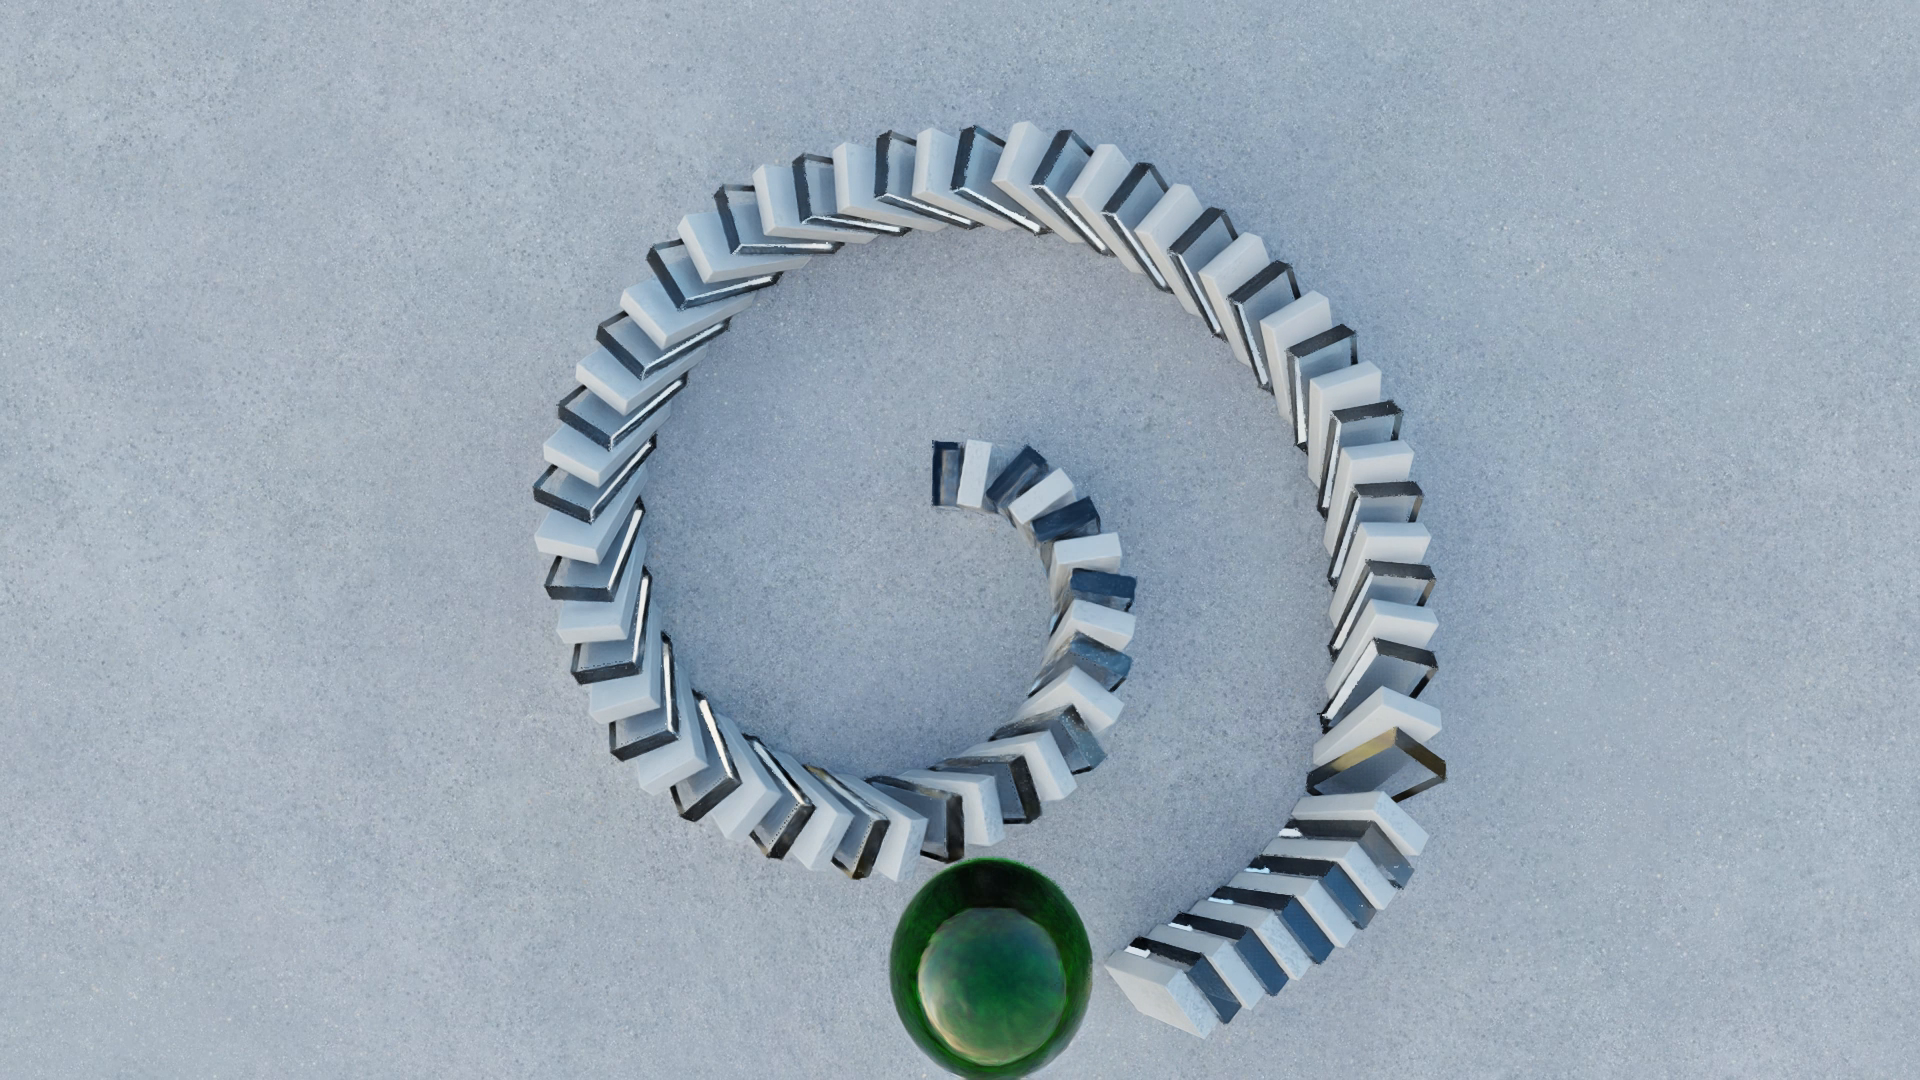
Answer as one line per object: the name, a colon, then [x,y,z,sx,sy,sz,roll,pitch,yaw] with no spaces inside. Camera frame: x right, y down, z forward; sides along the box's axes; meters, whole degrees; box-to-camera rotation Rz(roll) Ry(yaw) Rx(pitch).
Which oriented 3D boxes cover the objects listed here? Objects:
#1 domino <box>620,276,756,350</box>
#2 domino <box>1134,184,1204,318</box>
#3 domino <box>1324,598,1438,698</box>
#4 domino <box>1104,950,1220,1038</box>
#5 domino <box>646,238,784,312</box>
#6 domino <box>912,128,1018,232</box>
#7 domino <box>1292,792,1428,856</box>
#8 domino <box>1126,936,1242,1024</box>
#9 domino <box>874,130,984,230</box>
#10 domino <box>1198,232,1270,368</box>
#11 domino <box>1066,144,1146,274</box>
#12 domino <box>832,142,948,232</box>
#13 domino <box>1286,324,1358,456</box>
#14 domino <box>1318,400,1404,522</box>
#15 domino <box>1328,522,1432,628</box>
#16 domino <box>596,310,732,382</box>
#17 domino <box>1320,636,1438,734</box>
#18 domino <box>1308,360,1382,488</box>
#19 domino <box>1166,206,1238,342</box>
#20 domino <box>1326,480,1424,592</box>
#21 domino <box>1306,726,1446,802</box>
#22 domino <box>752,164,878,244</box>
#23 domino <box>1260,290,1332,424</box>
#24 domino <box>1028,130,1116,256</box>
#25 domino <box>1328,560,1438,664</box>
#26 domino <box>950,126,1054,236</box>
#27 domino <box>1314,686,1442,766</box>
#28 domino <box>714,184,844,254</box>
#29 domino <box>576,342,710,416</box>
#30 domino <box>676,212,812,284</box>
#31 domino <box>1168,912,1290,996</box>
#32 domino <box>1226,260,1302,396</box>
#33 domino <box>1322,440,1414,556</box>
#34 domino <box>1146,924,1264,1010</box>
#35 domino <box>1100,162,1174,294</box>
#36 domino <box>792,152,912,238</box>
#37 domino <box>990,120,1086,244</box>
domino: [-0.112,-0.100,0.380,0.025,0.010,0.050,48,50,0]
domino: [0.095,-0.119,0.381,0.025,0.010,0.050,-49,129,0]
domino: [0.174,0.048,0.381,0.025,0.009,0.050,9,129,0]
domino: [0.081,0.185,0.375,0.010,0.050,0.025,-37,90,-25]
domino: [-0.101,-0.114,0.380,0.050,0.010,0.025,-32,90,-41]
domino: [0.004,-0.149,0.381,0.050,0.009,0.025,6,90,-39]
domino: [0.162,0.116,0.375,0.025,0.050,0.010,44,65,-1]
domino: [0.090,0.179,0.375,0.010,0.050,0.025,-37,90,-25]
domino: [-0.012,-0.148,0.381,0.050,0.010,0.025,3,90,-39]
domino: [0.120,-0.099,0.381,0.025,0.009,0.050,-41,129,0]
domino: [0.068,-0.136,0.380,0.050,0.009,0.025,33,89,-40]
domino: [-0.028,-0.146,0.381,0.050,0.009,0.025,-4,90,-39]
domino: [0.151,-0.062,0.380,0.025,0.010,0.050,-24,130,0]
domino: [0.165,-0.032,0.380,0.025,0.009,0.050,-10,129,0]
domino: [0.173,0.015,0.381,0.025,0.009,0.050,0,129,0]
domino: [-0.122,-0.088,0.380,0.025,0.009,0.050,43,50,0]
domino: [0.173,0.064,0.381,0.025,0.009,0.050,14,129,0]
domino: [0.159,-0.047,0.380,0.025,0.010,0.050,-17,130,0]
domino: [0.108,-0.110,0.381,0.025,0.010,0.050,-45,129,0]
domino: [0.172,-0.001,0.381,0.025,0.010,0.050,-3,129,0]
domino: [0.171,0.098,0.378,0.025,0.050,0.010,35,46,-2]
domino: [-0.059,-0.139,0.380,0.050,0.009,0.025,-10,89,-40]
domino: [0.142,-0.075,0.380,0.025,0.010,0.050,-30,130,0]
domino: [0.053,-0.143,0.380,0.050,0.009,0.025,29,89,-40]
domino: [0.174,0.032,0.381,0.025,0.010,0.050,5,129,0]
domino: [0.020,-0.148,0.381,0.050,0.010,0.025,11,90,-39]
domino: [0.171,0.082,0.379,0.025,0.050,0.010,23,46,0]
domino: [-0.074,-0.133,0.380,0.050,0.010,0.025,-16,89,-40]
domino: [-0.131,-0.075,0.380,0.025,0.009,0.050,38,50,0]
domino: [-0.088,-0.123,0.380,0.050,0.010,0.025,-25,89,-40]
domino: [0.108,0.169,0.375,0.010,0.050,0.025,-37,90,-25]
domino: [0.131,-0.087,0.381,0.025,0.010,0.050,-37,129,0]
domino: [0.169,-0.017,0.381,0.025,0.009,0.050,-7,129,0]
domino: [0.099,0.174,0.375,0.010,0.050,0.025,-37,90,-25]
domino: [0.082,-0.128,0.380,0.050,0.009,0.025,37,89,-40]
domino: [-0.044,-0.142,0.380,0.050,0.009,0.025,-8,90,-40]
domino: [0.038,-0.147,0.380,0.050,0.010,0.025,22,89,-40]
